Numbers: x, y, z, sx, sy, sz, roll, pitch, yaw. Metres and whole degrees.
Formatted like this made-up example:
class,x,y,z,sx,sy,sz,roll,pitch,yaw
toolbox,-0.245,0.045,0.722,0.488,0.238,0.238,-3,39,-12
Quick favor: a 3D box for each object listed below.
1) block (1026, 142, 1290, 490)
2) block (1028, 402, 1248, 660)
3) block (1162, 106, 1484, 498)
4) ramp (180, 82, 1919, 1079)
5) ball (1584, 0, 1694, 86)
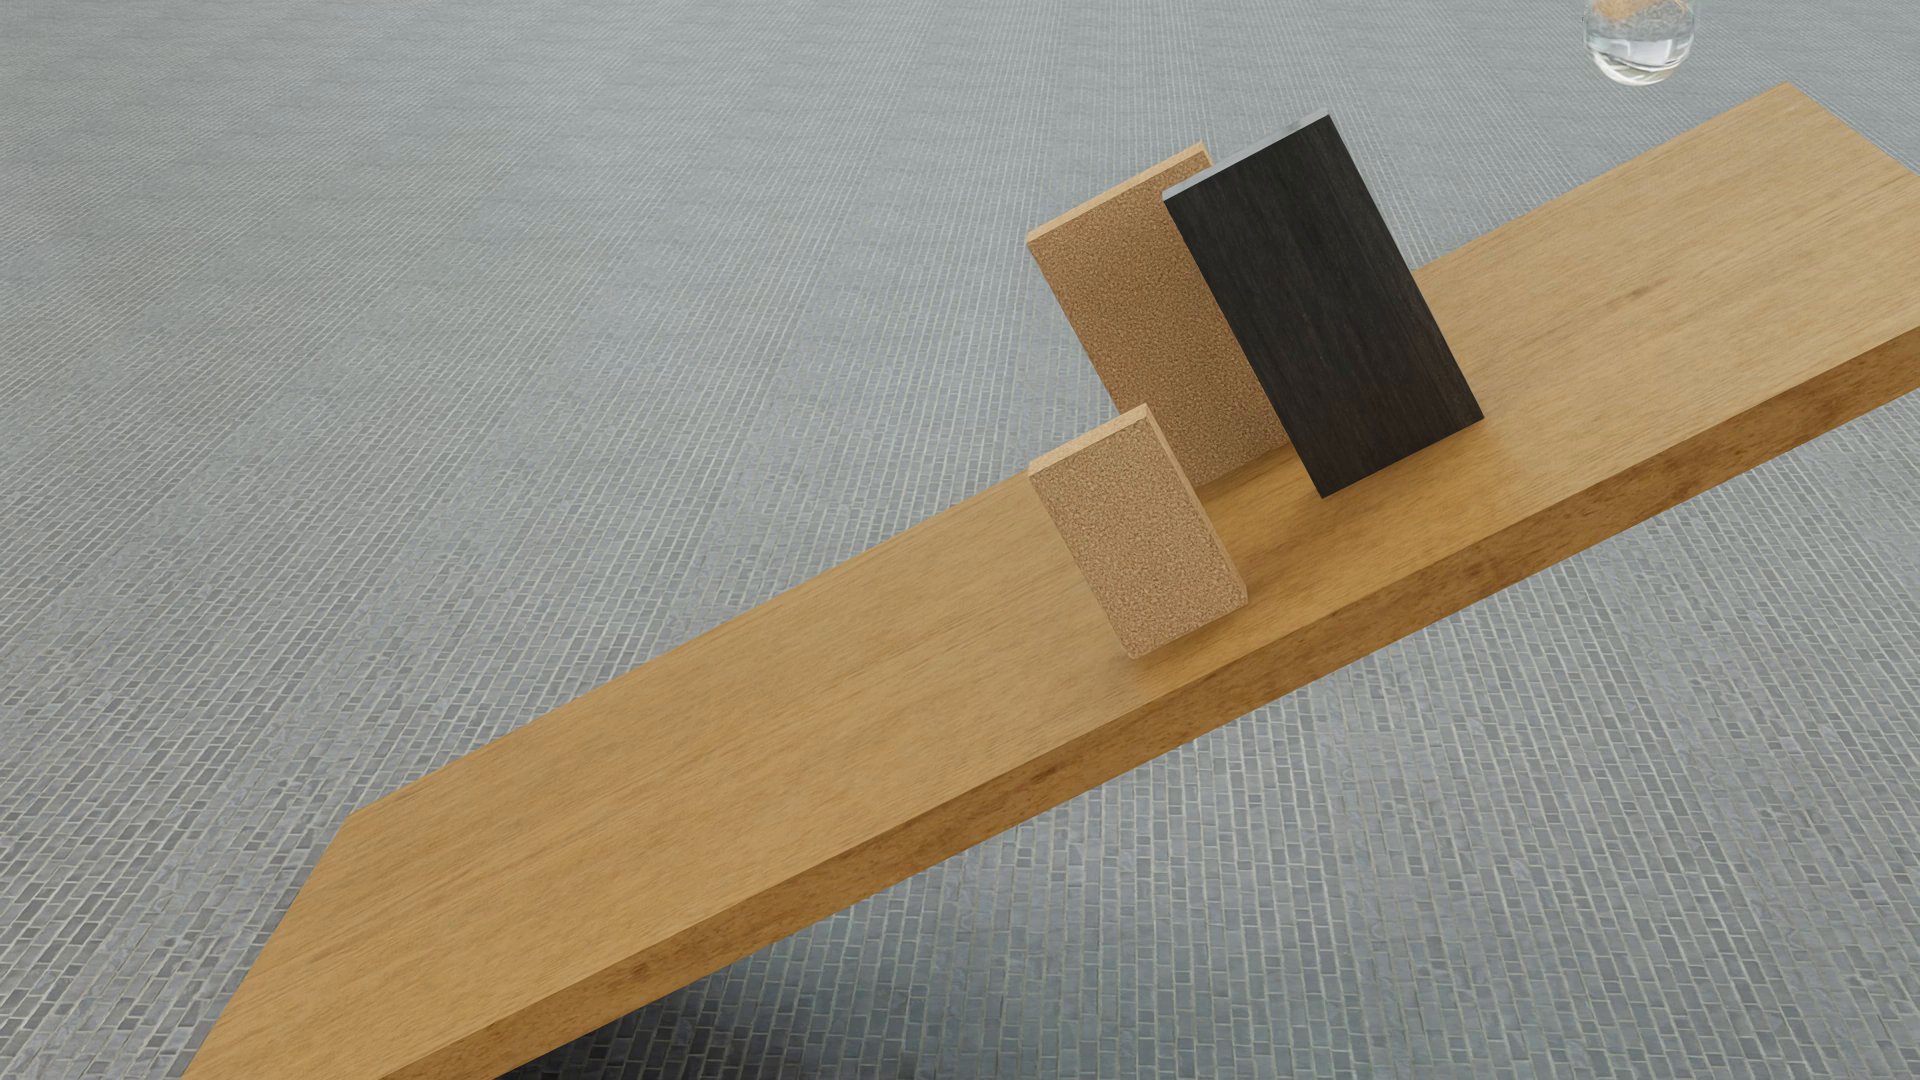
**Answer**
class,x,y,z,sx,sy,sz,roll,pitch,yaw
block,0.479,-0.460,6.261,0.416,0.644,0.110,-27,14,11
block,0.333,-0.014,5.486,0.245,0.408,0.099,-27,14,11
block,0.709,-0.458,5.731,0.353,0.675,0.096,-27,14,11
ramp,0.141,0.167,6.282,4.000,0.100,2.000,-27,14,11
ball,1.313,-0.984,5.689,0.210,0.210,0.210,0,18,0
